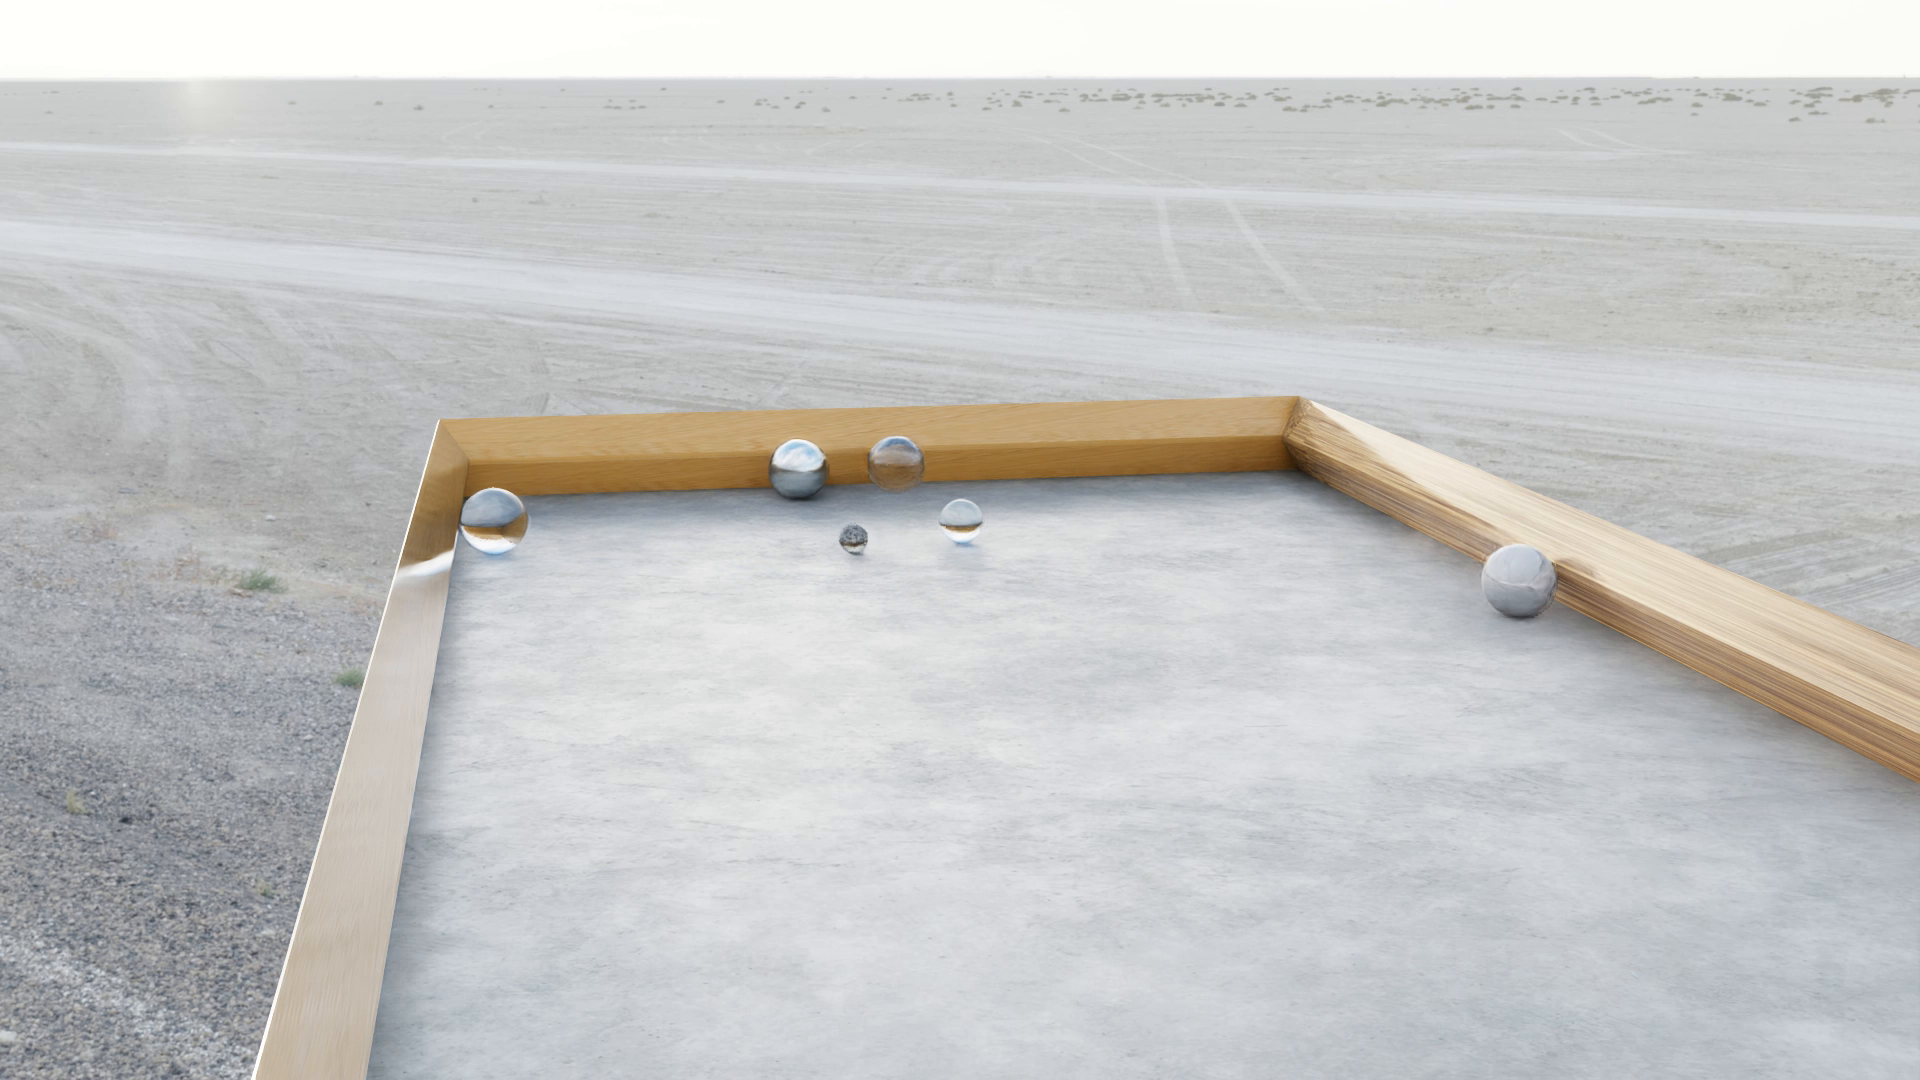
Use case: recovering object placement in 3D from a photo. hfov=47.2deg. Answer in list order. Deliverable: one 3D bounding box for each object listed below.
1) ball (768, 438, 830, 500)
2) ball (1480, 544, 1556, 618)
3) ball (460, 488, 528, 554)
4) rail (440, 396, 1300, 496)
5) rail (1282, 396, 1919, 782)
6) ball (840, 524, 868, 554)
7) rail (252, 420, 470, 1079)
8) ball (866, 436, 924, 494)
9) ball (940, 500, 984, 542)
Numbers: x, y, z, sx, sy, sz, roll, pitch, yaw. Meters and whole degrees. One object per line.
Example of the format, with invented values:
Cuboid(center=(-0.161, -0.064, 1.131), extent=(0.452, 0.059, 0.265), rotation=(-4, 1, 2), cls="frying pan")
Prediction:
Cuboid(center=(-0.249, -0.110, 3.404), extent=(0.094, 0.094, 0.094), rotation=(0, 12, 0), cls="ball")
Cuboid(center=(0.673, 0.049, 2.653), extent=(0.088, 0.088, 0.088), rotation=(0, 12, 0), cls="ball")
Cuboid(center=(-0.637, -0.026, 3.008), extent=(0.090, 0.090, 0.090), rotation=(0, 12, 0), cls="ball")
Cuboid(center=(-0.117, -0.148, 3.517), extent=(1.397, 0.122, 0.045), rotation=(-2, 12, -11), cls="rail")
Cuboid(center=(0.784, 0.080, 2.415), extent=(0.045, 0.122, 2.594), rotation=(-2, 12, -11), cls="rail")
Cuboid(center=(-0.146, -0.002, 3.015), extent=(0.040, 0.040, 0.040), rotation=(0, 12, 0), cls="ball")
Cuboid(center=(-0.542, 0.131, 2.168), extent=(0.045, 0.122, 2.594), rotation=(-2, 12, -11), cls="rail")
Cuboid(center=(-0.101, -0.119, 3.453), extent=(0.091, 0.091, 0.091), rotation=(0, 12, 0), cls="ball")
Cuboid(center=(0.002, -0.027, 3.083), extent=(0.061, 0.061, 0.061), rotation=(0, 12, 0), cls="ball")
